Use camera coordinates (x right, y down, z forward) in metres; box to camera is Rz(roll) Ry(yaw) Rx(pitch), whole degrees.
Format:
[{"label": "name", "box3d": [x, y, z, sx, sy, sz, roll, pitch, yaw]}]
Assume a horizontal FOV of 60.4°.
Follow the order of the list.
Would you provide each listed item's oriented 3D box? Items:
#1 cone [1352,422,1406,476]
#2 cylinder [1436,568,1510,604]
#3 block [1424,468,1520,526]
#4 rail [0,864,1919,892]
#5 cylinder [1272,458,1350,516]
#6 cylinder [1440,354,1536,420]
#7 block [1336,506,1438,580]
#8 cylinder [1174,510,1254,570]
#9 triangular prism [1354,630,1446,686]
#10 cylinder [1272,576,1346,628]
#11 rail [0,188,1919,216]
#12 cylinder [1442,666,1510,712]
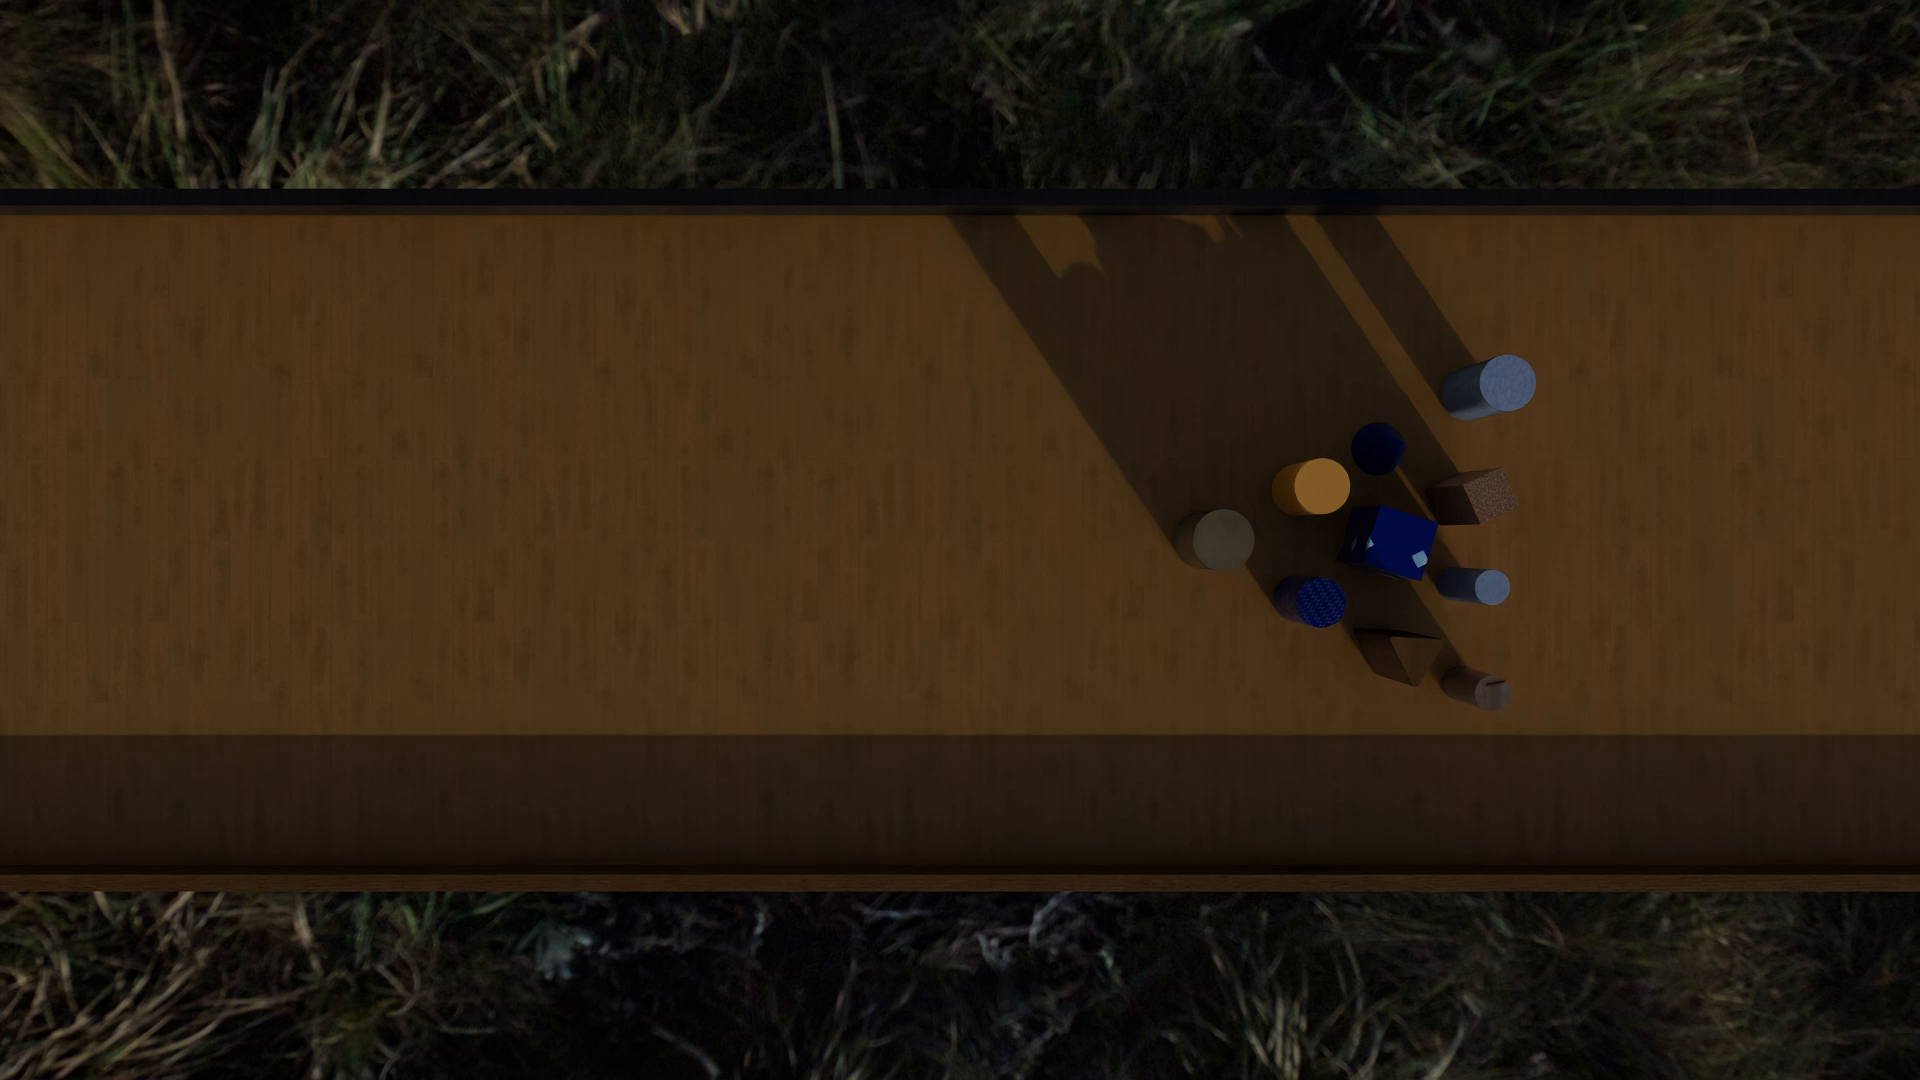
[{"label": "cone", "box3d": [1.286, -0.280, 4.920, 0.164, 0.312, 0.164, 0, 90, 0]}, {"label": "cylinder", "box3d": [1.517, 0.135, 4.888, 0.101, 0.378, 0.101, 0, 90, 0]}, {"label": "block", "box3d": [1.507, -0.126, 4.877, 0.123, 0.400, 0.123, -24, 90, 0]}, {"label": "rail", "box3d": [-2.247, 1.025, 5.001, 12.000, 0.150, 0.050, 0, 90, 0]}, {"label": "cylinder", "box3d": [1.039, -0.154, 4.902, 0.160, 0.349, 0.160, 0, 90, 0]}, {"label": "cylinder", "box3d": [1.559, -0.447, 4.885, 0.161, 0.383, 0.161, 0, 90, 0]}, {"label": "block", "box3d": [1.266, 0.008, 4.906, 0.174, 0.341, 0.174, 17, 90, 0]}, {"label": "cylinder", "box3d": [0.745, 0.000, 4.868, 0.175, 0.416, 0.175, 0, 90, 0]}, {"label": "triangular prism", "box3d": [1.267, 0.312, 4.858, 0.134, 0.438, 0.155, 33, 90, 0]}, {"label": "cylinder", "box3d": [1.034, 0.180, 4.897, 0.143, 0.359, 0.143, 0, 90, 0]}, {"label": "rail", "box3d": [-2.247, -1.025, 5.002, 12.000, 0.150, 0.050, 0, 90, 0]}, {"label": "cylinder", "box3d": [1.534, 0.441, 4.911, 0.104, 0.331, 0.104, 0, 90, 0]}]
